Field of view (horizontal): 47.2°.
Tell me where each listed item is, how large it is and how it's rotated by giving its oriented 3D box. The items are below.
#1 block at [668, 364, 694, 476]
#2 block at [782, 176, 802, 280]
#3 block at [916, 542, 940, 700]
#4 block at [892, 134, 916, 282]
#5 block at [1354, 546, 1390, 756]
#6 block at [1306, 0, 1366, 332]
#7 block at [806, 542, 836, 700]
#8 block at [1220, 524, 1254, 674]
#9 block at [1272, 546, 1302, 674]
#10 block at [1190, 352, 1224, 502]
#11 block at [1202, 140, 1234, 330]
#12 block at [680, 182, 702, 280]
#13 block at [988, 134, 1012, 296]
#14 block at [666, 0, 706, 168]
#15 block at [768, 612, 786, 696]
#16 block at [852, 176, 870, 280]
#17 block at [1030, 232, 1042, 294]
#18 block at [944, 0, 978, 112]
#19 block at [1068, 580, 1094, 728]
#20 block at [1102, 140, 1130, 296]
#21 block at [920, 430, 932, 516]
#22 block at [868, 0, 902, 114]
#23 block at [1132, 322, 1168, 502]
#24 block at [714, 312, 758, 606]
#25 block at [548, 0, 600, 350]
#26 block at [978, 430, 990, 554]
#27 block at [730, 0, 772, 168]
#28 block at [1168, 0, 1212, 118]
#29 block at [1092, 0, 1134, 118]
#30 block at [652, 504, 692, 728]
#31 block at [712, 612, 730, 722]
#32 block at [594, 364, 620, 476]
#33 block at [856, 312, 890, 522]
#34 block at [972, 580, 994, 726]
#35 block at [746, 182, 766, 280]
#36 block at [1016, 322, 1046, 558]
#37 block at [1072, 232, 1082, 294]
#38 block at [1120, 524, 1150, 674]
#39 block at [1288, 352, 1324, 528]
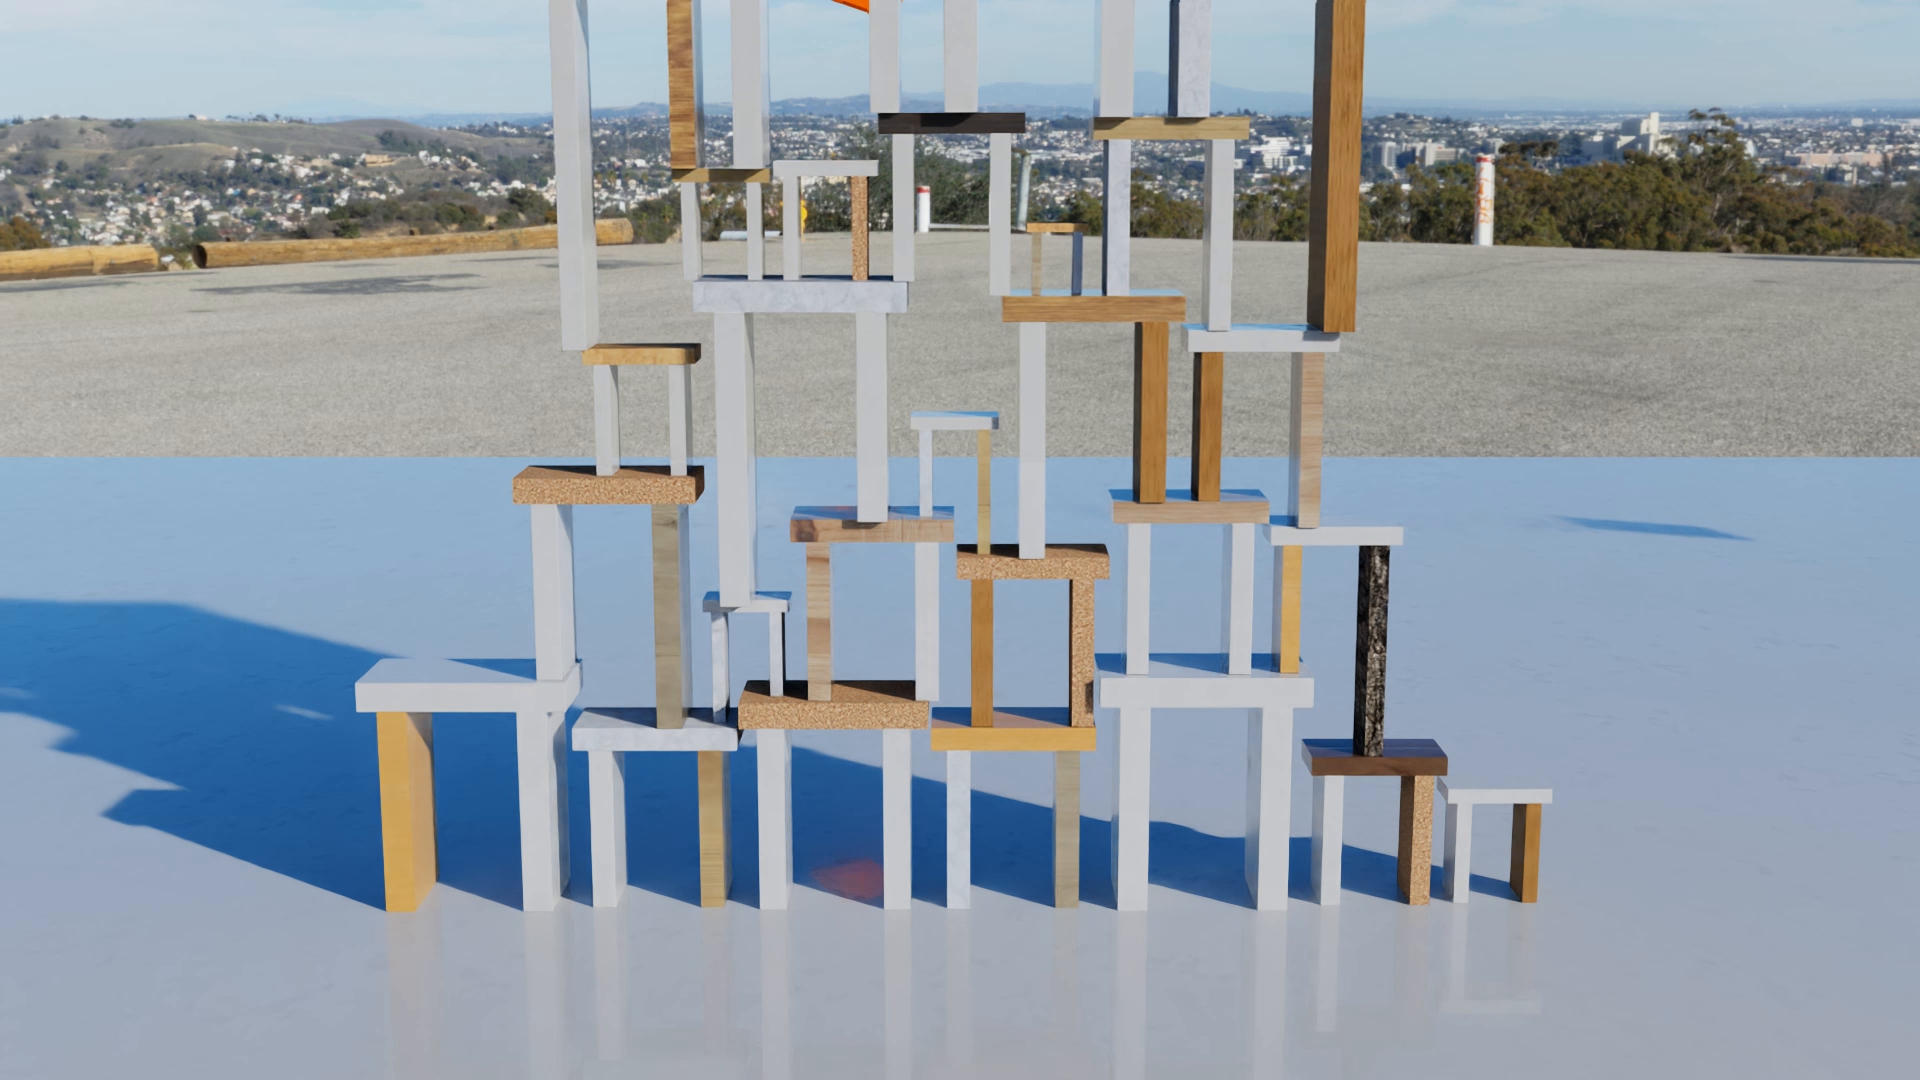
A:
[{"bbox_3d":[-0.448,-0.197,3.528,0.025,0.177,0.089,0,11,0],"label":"block"},{"bbox_3d":[-0.264,-0.493,3.465,0.023,0.161,0.081,0,11,0],"label":"block"},{"bbox_3d":[-0.053,0.120,3.586,0.037,0.260,0.130,0,11,0],"label":"block"},{"bbox_3d":[-0.088,-0.524,3.457,0.032,0.226,0.113,0,11,0],"label":"block"},{"bbox_3d":[0.672,0.170,3.593,0.030,0.349,0.105,0,11,0],"label":"block"},{"bbox_3d":[0.589,-0.668,3.437,0.048,0.670,0.171,0,11,0],"label":"block"},{"bbox_3d":[-0.227,0.120,3.586,0.037,0.260,0.130,0,11,0],"label":"block"},{"bbox_3d":[0.450,0.084,3.577,0.035,0.248,0.124,0,11,0],"label":"block"},{"bbox_3d":[0.532,0.102,3.581,0.030,0.211,0.105,0,11,0],"label":"block"},{"bbox_3d":[0.396,-0.189,3.526,0.034,0.238,0.119,0,11,0],"label":"block"},{"bbox_3d":[0.406,-0.483,3.467,0.034,0.294,0.120,0,11,1],"label":"block"},{"bbox_3d":[-0.423,-0.488,3.466,0.021,0.151,0.076,0,11,0],"label":"block"},{"bbox_3d":[0.062,-0.513,3.458,0.032,0.249,0.113,0,11,0],"label":"block"},{"bbox_3d":[-0.427,-0.715,3.428,0.038,0.265,0.133,0,11,0],"label":"block"},{"bbox_3d":[-0.298,0.179,3.596,0.020,0.140,0.070,0,11,0],"label":"block"},{"bbox_3d":[-0.157,-0.493,3.466,0.023,0.161,0.081,0,11,0],"label":"block"},{"bbox_3d":[0.121,-0.440,3.481,0.014,0.096,0.048,0,11,-1],"label":"block"},{"bbox_3d":[0.001,-0.843,3.398,0.051,0.357,0.179,0,11,0],"label":"block"},{"bbox_3d":[0.198,0.171,3.589,0.035,0.244,0.122,0,11,0],"label":"block"},{"bbox_3d":[0.245,-0.509,3.460,0.034,0.239,0.120,0,11,0],"label":"block"},{"bbox_3d":[-0.055,-0.113,3.543,0.020,0.140,0.070,0,11,0],"label":"block"},{"bbox_3d":[-0.116,-0.822,3.407,0.045,0.315,0.158,0,11,0],"label":"block"},{"bbox_3d":[0.304,-0.213,3.524,0.040,0.285,0.143,0,11,-1],"label":"block"},{"bbox_3d":[-0.359,-0.138,3.533,0.047,0.467,0.165,0,11,0],"label":"block"},{"bbox_3d":[-0.605,-0.577,3.456,0.038,0.546,0.133,0,11,0],"label":"block"},{"bbox_3d":[0.038,-0.083,3.548,0.020,0.202,0.070,0,11,0],"label":"block"},{"bbox_3d":[-0.326,-0.781,3.416,0.045,0.400,0.158,0,11,0],"label":"block"},{"bbox_3d":[0.357,-0.830,3.409,0.048,0.342,0.171,0,11,0],"label":"block"},{"bbox_3d":[0.238,-0.840,3.402,0.051,0.364,0.179,0,11,0],"label":"block"},{"bbox_3d":[-0.468,0.111,3.583,0.041,0.367,0.144,0,11,0],"label":"block"},{"bbox_3d":[-0.392,0.201,3.600,0.020,0.185,0.070,0,10,0],"label":"block"},{"bbox_3d":[-0.566,-0.197,3.528,0.025,0.177,0.089,0,11,0],"label":"block"},{"bbox_3d":[-0.138,-0.206,3.521,0.047,0.330,0.165,0,11,0],"label":"block"},{"bbox_3d":[0.036,0.171,3.591,0.035,0.244,0.122,0,10,0],"label":"block"},{"bbox_3d":[-0.322,-0.488,3.467,0.021,0.151,0.076,0,11,0],"label":"block"},{"bbox_3d":[0.114,-0.168,3.532,0.040,0.376,0.143,0,11,0],"label":"block"},{"bbox_3d":[0.185,-0.440,3.481,0.014,0.096,0.048,1,11,0],"label":"block"},{"bbox_3d":[0.285,0.084,3.577,0.035,0.248,0.124,0,11,0],"label":"block"},{"bbox_3d":[0.555,-0.168,3.530,0.034,0.280,0.119,0,11,0],"label":"block"}]
